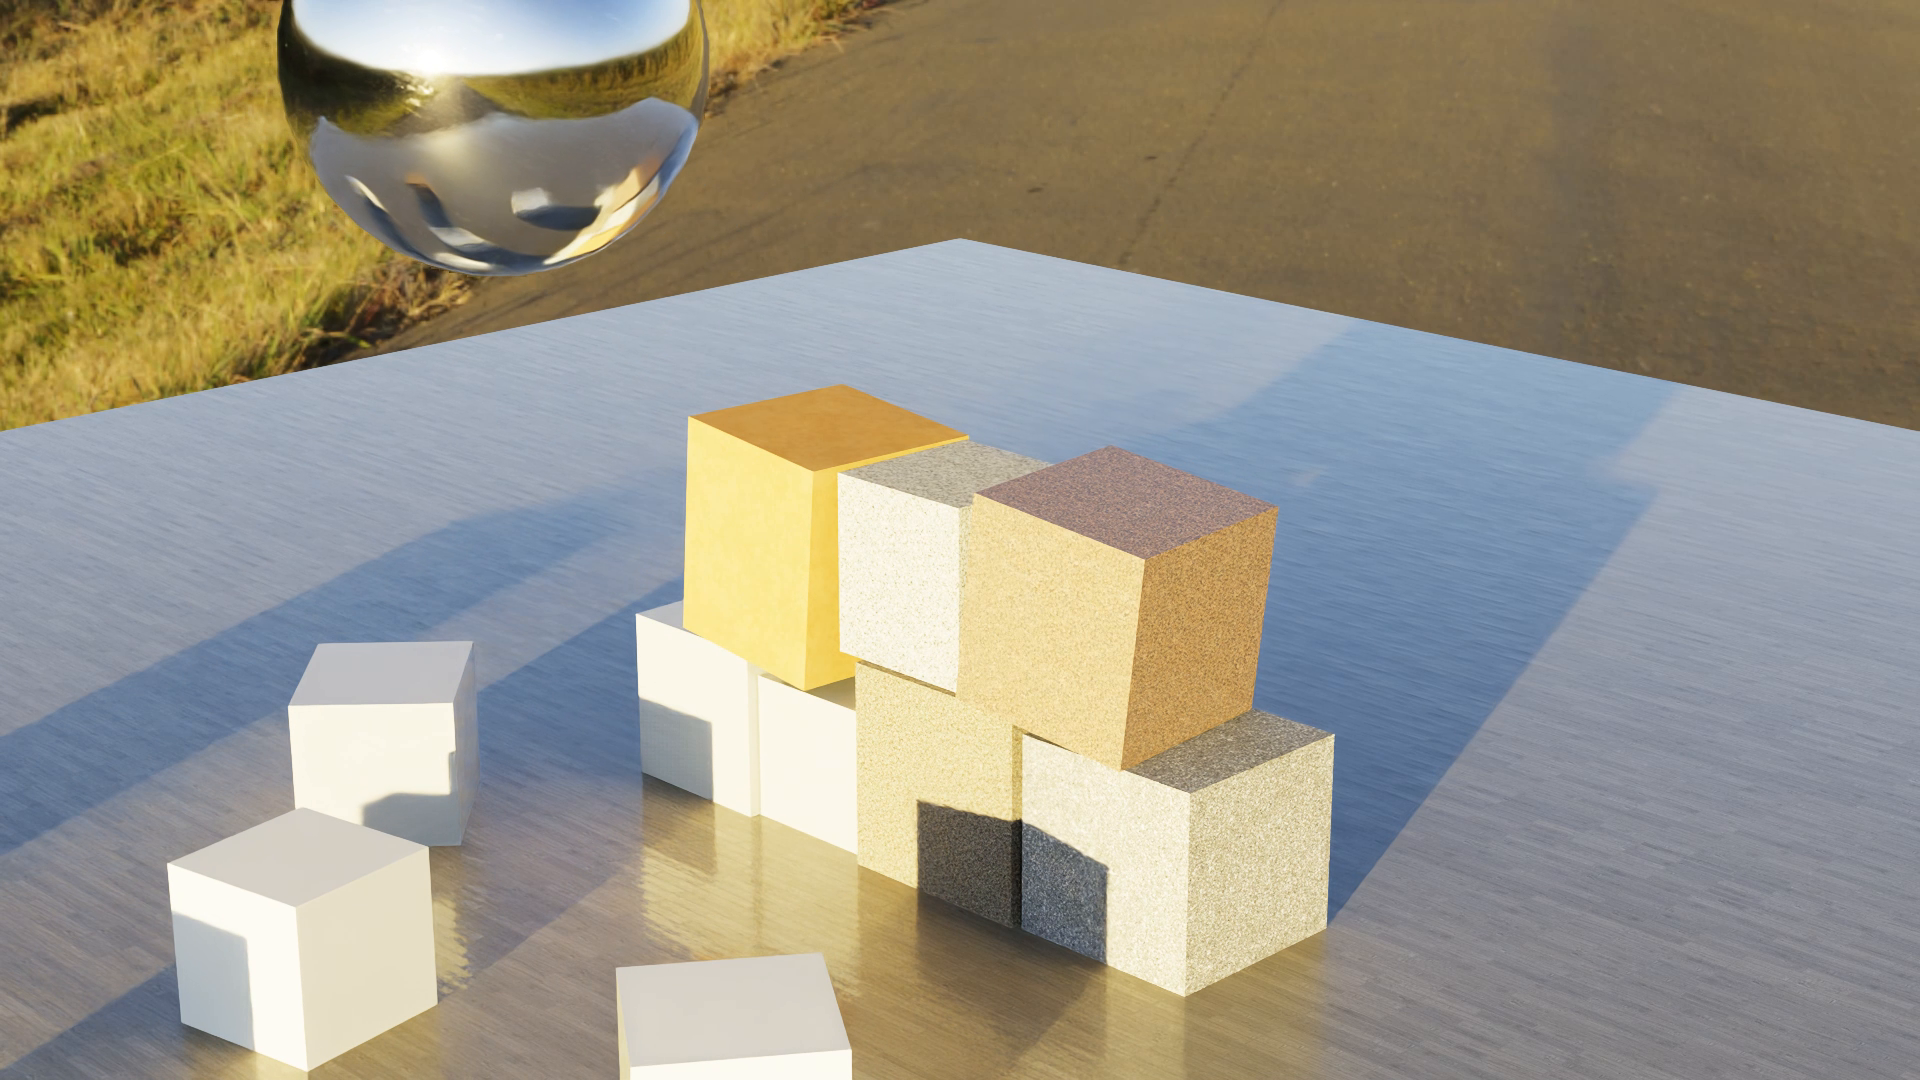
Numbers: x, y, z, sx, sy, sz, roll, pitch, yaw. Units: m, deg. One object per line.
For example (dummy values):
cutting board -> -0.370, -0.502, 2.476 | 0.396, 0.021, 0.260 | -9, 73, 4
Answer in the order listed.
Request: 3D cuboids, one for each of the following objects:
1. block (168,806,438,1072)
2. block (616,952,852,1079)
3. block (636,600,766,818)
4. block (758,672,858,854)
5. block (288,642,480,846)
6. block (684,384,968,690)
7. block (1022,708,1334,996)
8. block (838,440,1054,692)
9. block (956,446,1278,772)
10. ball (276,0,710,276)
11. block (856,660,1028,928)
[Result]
block -> -2.685, 1.618, 12.013 | 0.742, 0.710, 0.725 | 12, 21, 33
block -> -0.822, 2.035, 10.598 | 0.765, 0.762, 0.792 | -3, 18, -9
block -> -0.965, 0.748, 14.576 | 0.946, 0.833, 0.828 | -17, 24, -42
block -> -0.389, 0.971, 14.067 | 0.866, 0.713, 0.746 | -17, 24, -42
block -> -2.743, 0.971, 14.065 | 0.754, 0.713, 0.867 | -1, 17, -3
block -> -0.646, -0.035, 13.914 | 0.940, 1.069, 0.922 | -15, 27, -40
block -> 0.942, 1.273, 12.766 | 0.946, 0.916, 0.953 | 17, 24, 42
block -> 0.009, 0.103, 13.296 | 0.800, 0.849, 0.779 | -16, 24, -42
block -> 0.671, 0.272, 12.635 | 0.912, 0.963, 0.944 | 22, 28, 35
ball -> -1.736, -1.788, 10.960 | 1.600, 1.600, 1.600 | 0, 17, 0
block -> 0.210, 1.031, 13.411 | 0.946, 0.991, 0.989 | -17, 24, -42
